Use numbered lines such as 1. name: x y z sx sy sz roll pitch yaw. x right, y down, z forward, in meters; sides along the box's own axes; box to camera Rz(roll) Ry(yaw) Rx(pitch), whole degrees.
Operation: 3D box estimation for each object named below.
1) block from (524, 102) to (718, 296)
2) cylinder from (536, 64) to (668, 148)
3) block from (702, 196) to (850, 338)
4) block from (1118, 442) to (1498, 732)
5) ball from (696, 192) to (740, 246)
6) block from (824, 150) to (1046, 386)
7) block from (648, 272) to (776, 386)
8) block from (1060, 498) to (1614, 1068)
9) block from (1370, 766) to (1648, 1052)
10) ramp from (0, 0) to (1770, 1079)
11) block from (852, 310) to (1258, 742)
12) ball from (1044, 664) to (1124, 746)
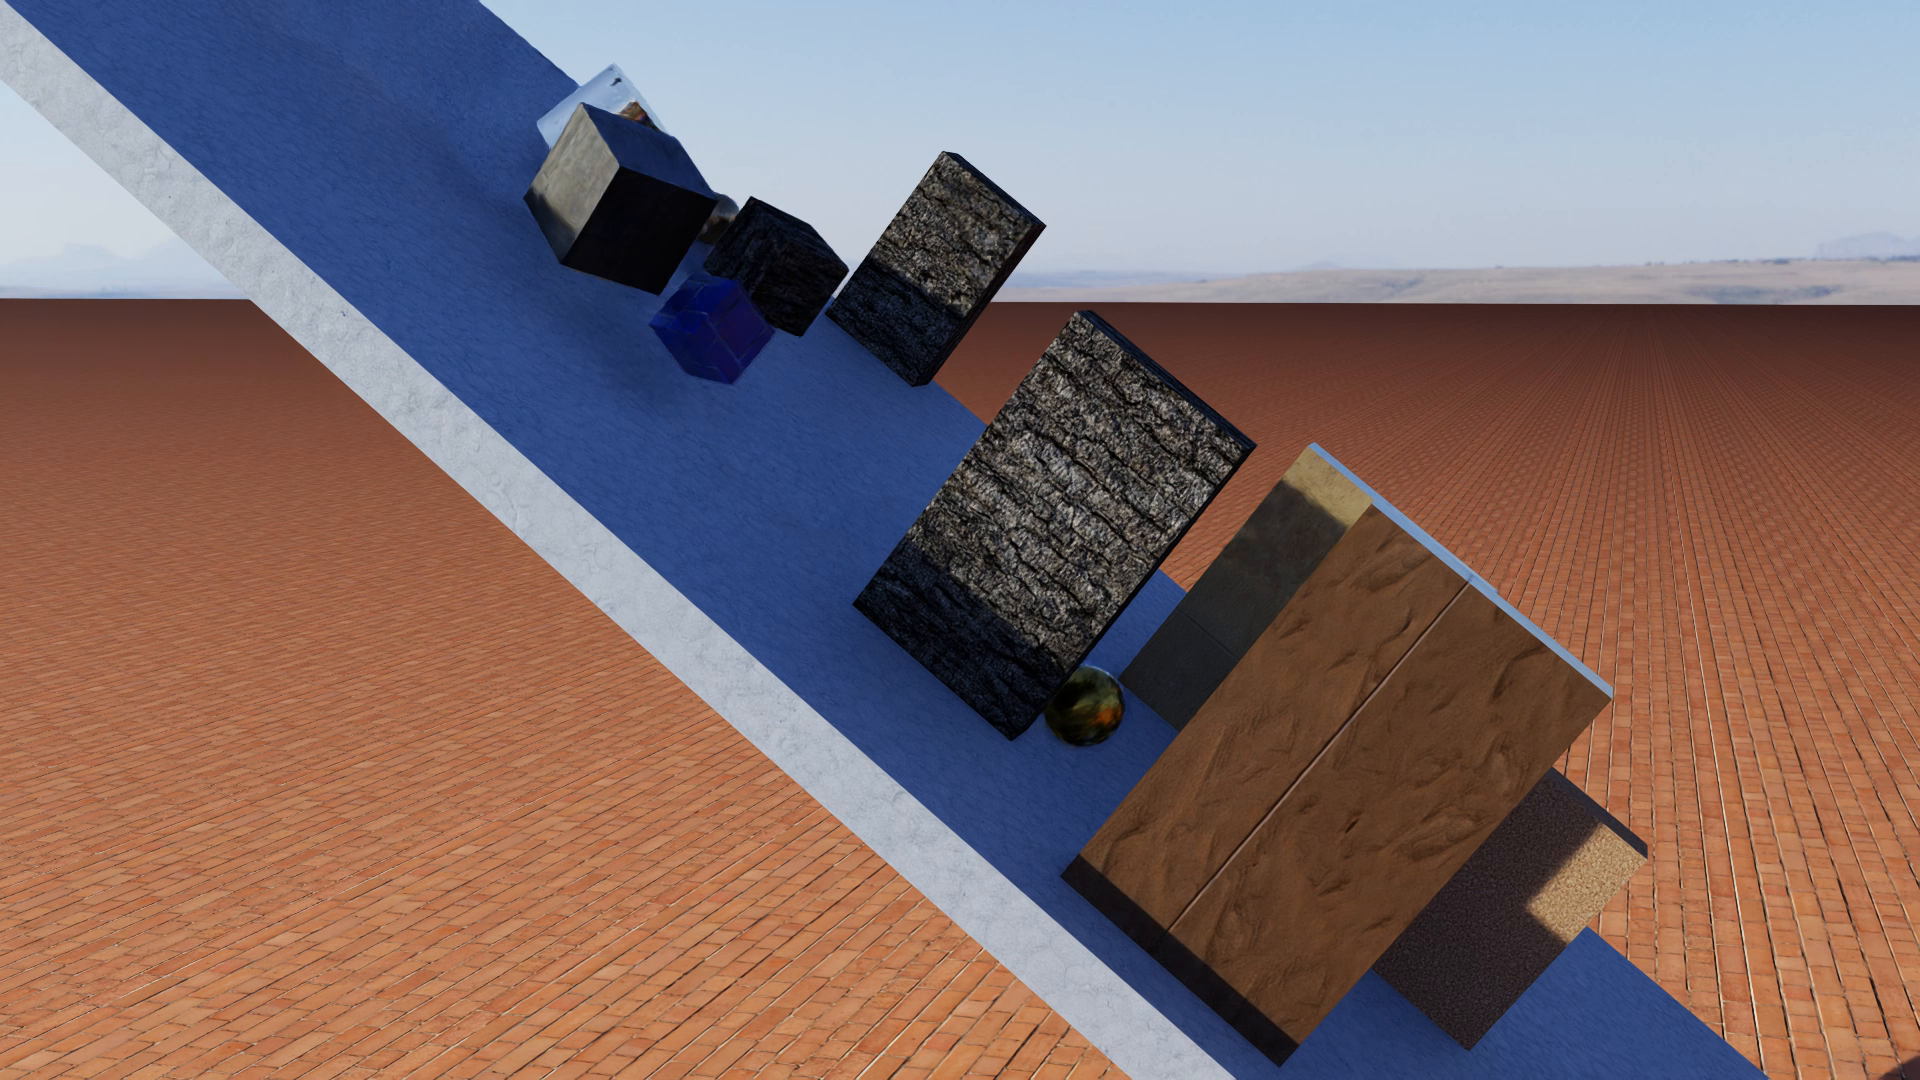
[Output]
1. block: -0.577 -0.578 3.737 0.202 0.202 0.202 14 31 -42
2. cylinder: -0.715 -0.822 4.422 0.193 0.193 0.193 -36 5 4
3. block: -0.385 -0.570 4.599 0.181 0.181 0.181 20 24 -47
4. block: 0.629 0.176 4.010 0.425 0.560 0.091 40 16 9
5. ball: -0.529 -0.694 4.756 0.114 0.114 0.114 0 7 0
6. block: -0.055 -0.602 4.902 0.262 0.452 0.117 40 16 9
7. block: -0.431 -0.369 3.827 0.128 0.128 0.128 16 61 43
8. block: 0.511 0.340 3.052 0.404 0.696 0.082 40 16 9
9. block: 0.815 0.530 3.648 0.443 0.438 0.101 40 16 9
10. ramp: -0.030 0.084 4.054 4.000 0.100 2.000 40 16 9
11. block: 0.144 -0.022 3.454 0.335 0.594 0.104 40 16 9
12. ball: 0.203 0.272 3.606 0.134 0.134 0.134 0 7 0
